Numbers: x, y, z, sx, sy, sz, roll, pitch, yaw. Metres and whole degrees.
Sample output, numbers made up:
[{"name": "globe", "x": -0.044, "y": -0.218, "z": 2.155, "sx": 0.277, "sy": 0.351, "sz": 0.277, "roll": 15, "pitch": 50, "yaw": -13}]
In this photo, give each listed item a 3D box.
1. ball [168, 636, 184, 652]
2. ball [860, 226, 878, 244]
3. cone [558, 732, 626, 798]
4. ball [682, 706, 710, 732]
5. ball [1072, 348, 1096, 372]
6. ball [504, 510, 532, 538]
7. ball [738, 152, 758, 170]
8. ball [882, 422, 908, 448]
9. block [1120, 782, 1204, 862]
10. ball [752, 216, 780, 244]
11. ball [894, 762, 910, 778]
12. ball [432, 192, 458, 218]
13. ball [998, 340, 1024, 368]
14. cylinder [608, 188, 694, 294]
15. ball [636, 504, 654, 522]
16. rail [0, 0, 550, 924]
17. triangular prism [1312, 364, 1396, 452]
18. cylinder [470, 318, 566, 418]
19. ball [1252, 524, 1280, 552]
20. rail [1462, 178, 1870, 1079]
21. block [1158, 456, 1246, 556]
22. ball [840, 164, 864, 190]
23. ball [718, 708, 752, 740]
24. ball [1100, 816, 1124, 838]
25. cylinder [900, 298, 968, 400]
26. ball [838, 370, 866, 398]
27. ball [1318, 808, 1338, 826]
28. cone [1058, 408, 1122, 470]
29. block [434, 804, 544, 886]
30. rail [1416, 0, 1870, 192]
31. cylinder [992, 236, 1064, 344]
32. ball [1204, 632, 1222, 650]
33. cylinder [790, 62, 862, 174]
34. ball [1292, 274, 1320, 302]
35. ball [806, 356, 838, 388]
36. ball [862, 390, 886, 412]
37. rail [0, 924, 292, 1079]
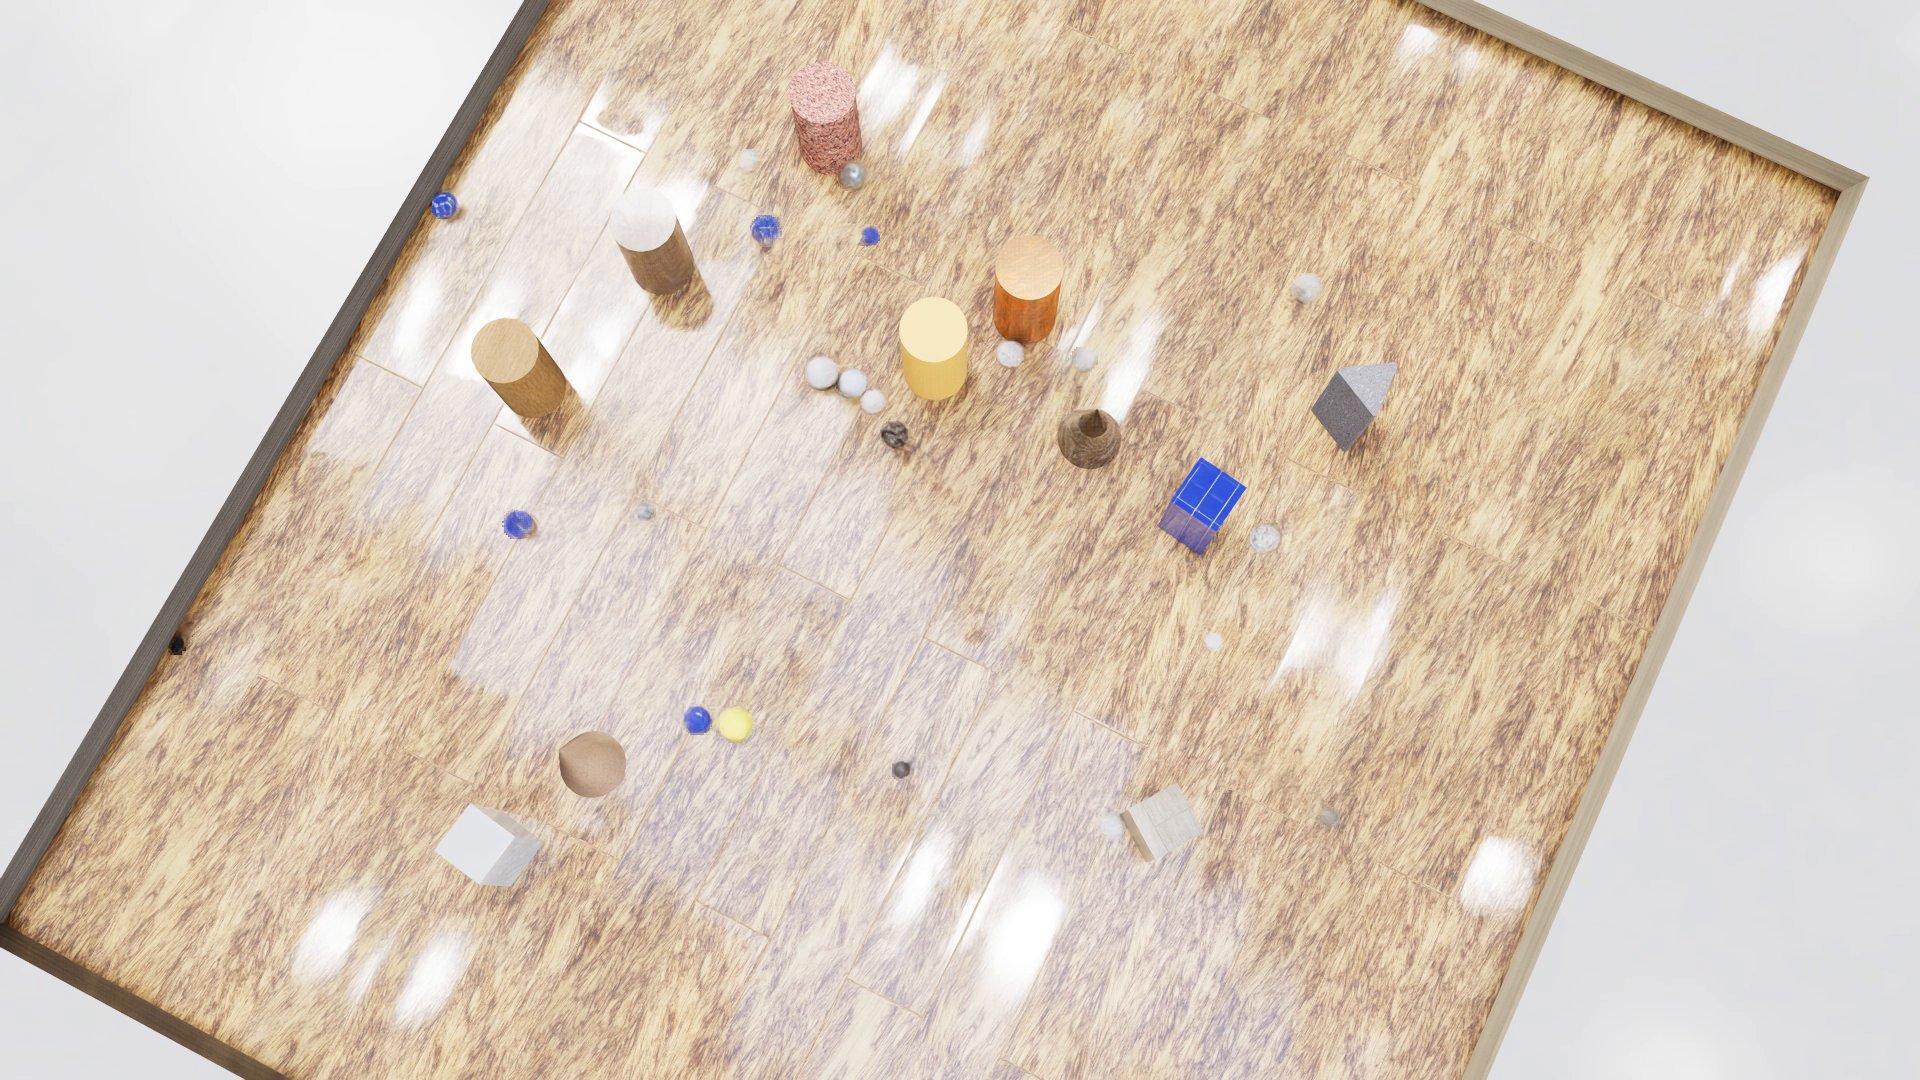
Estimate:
[{"name": "ball", "x": -2.365, "y": 0.316, "z": 5.527, "sx": 0.049, "sy": 0.049, "sz": 0.049, "roll": 0, "pitch": 78, "yaw": 0}, {"name": "ball", "x": -0.286, "y": -0.963, "z": 5.789, "sx": 0.053, "sy": 0.053, "sz": 0.053, "roll": 0, "pitch": 78, "yaw": 0}, {"name": "cone", "x": -1.097, "y": 0.622, "z": 5.243, "sx": 0.199, "sy": 0.480, "sz": 0.199, "roll": 0, "pitch": 78, "yaw": 0}, {"name": "ball", "x": -0.785, "y": 0.534, "z": 5.465, "sx": 0.081, "sy": 0.081, "sz": 0.081, "roll": 0, "pitch": 78, "yaw": 0}, {"name": "ball", "x": 0.385, "y": -0.560, "z": 5.696, "sx": 0.072, "sy": 0.072, "sz": 0.072, "roll": 0, "pitch": 78, "yaw": 0}, {"name": "ball", "x": -1.345, "y": -0.050, "z": 5.585, "sx": 0.083, "sy": 0.083, "sz": 0.083, "roll": 0, "pitch": 78, "yaw": 0}, {"name": "ball", "x": -0.673, "y": -1.207, "z": 5.835, "sx": 0.062, "sy": 0.062, "sz": 0.062, "roll": 0, "pitch": 78, "yaw": 0}, {"name": "ball", "x": -0.199, "y": -0.323, "z": 5.642, "sx": 0.081, "sy": 0.081, "sz": 0.081, "roll": 0, "pitch": 78, "yaw": 0}, {"name": "block", "x": 0.582, "y": 0.821, "z": 5.308, "sx": 0.159, "sy": 0.271, "sz": 0.159, "roll": -28, "pitch": 80, "yaw": -5}, {"name": "ball", "x": -0.613, "y": -0.975, "z": 5.775, "sx": 0.086, "sy": 0.086, "sz": 0.086, "roll": 0, "pitch": 78, "yaw": 0}, {"name": "ball", "x": -0.174, "y": 0.683, "z": 5.449, "sx": 0.051, "sy": 0.051, "sz": 0.051, "roll": 0, "pitch": 78, "yaw": 0}, {"name": "ball", "x": -1.629, "y": -1.061, "z": 5.795, "sx": 0.081, "sy": 0.081, "sz": 0.081, "roll": 0, "pitch": 78, "yaw": 0}, {"name": "ball", "x": 0.160, "y": -0.579, "z": 5.694, "sx": 0.083, "sy": 0.083, "sz": 0.083, "roll": 0, "pitch": 78, "yaw": 0}, {"name": "cylinder", "x": -0.940, "y": -0.909, "z": 5.609, "sx": 0.199, "sy": 0.383, "sz": 0.199, "roll": 0, "pitch": 78, "yaw": 0}, {"name": "ball", "x": -0.963, "y": -0.084, "z": 5.607, "sx": 0.053, "sy": 0.053, "sz": 0.053, "roll": 0, "pitch": 78, "yaw": 0}, {"name": "rail", "x": -1.792, "y": -0.871, "z": 5.730, "sx": 0.045, "sy": 0.129, "sz": 4.598, "roll": 26, "pitch": 80, "yaw": 5}, {"name": "triangular prism", "x": 1.203, "y": -0.425, "z": 5.492, "sx": 0.149, "sy": 0.416, "sz": 0.172, "roll": -35, "pitch": 80, "yaw": -7}, {"name": "cylinder", "x": -1.328, "y": -0.514, "z": 5.528, "sx": 0.199, "sy": 0.382, "sz": 0.199, "roll": 0, "pitch": 78, "yaw": 0}, {"name": "ball", "x": 0.929, "y": -0.004, "z": 5.574, "sx": 0.085, "sy": 0.085, "sz": 0.085, "roll": 0, "pitch": 78, "yaw": 0}, {"name": "rail", "x": 1.792, "y": 0.884, "z": 5.367, "sx": 0.045, "sy": 0.129, "sz": 4.598, "roll": 26, "pitch": 80, "yaw": 5}, {"name": "block", "x": 0.717, "y": -0.096, "z": 5.454, "sx": 0.159, "sy": 0.357, "sz": 0.159, "roll": 35, "pitch": 80, "yaw": 7}, {"name": "ball", "x": -0.342, "y": -1.155, "z": 5.814, "sx": 0.081, "sy": 0.081, "sz": 0.081, "roll": 0, "pitch": 78, "yaw": 0}, {"name": "ball", "x": -0.671, "y": 0.547, "z": 5.453, "sx": 0.099, "sy": 0.099, "sz": 0.099, "roll": 0, "pitch": 78, "yaw": 0}, {"name": "ball", "x": 0.448, "y": 0.845, "z": 5.408, "sx": 0.066, "sy": 0.066, "sz": 0.066, "roll": 0, "pitch": 78, "yaw": 0}, {"name": "cylinder", "x": -0.077, "y": -0.573, "z": 5.532, "sx": 0.199, "sy": 0.397, "sz": 0.199, "roll": 0, "pitch": 78, "yaw": 0}, {"name": "ball", "x": -0.333, "y": -0.484, "z": 5.672, "sx": 0.088, "sy": 0.088, "sz": 0.088, "roll": 0, "pitch": 78, "yaw": 0}, {"name": "ball", "x": 1.089, "y": 0.818, "z": 5.419, "sx": 0.054, "sy": 0.054, "sz": 0.054, "roll": 0, "pitch": 78, "yaw": 0}, {"name": "cone", "x": 0.402, "y": -0.350, "z": 5.519, "sx": 0.199, "sy": 0.333, "sz": 0.199, "roll": 0, "pitch": 78, "yaw": 0}, {"name": "block", "x": -1.344, "y": 0.878, "z": 5.251, "sx": 0.159, "sy": 0.360, "sz": 0.159, "roll": 35, "pitch": 80, "yaw": 7}, {"name": "rail", "x": 1.018, "y": -1.986, "z": 5.961, "sx": 4.055, "sy": 0.129, "sz": 0.045, "roll": 26, "pitch": 80, "yaw": 5}, {"name": "cylinder", "x": 0.203, "y": -0.752, "z": 5.554, "sx": 0.199, "sy": 0.428, "sz": 0.199, "roll": 0, "pitch": 78, "yaw": 0}, {"name": "ball", "x": 0.764, "y": 0.304, "z": 5.527, "sx": 0.052, "sy": 0.052, "sz": 0.052, "roll": 0, "pitch": 78, "yaw": 0}, {"name": "cylinder", "x": -0.414, "y": -1.304, "z": 5.689, "sx": 0.199, "sy": 0.386, "sz": 0.199, "roll": 0, "pitch": 78, "yaw": 0}, {"name": "ball", "x": 1.083, "y": -0.787, "z": 5.736, "sx": 0.086, "sy": 0.086, "sz": 0.086, "roll": 0, "pitch": 78, "yaw": 0}, {"name": "ball", "x": -0.425, "y": -0.519, "z": 5.674, "sx": 0.099, "sy": 0.099, "sz": 0.099, "roll": 0, "pitch": 78, "yaw": 0}, {"name": "ball", "x": -0.266, "y": -0.430, "z": 5.668, "sx": 0.073, "sy": 0.073, "sz": 0.073, "roll": 0, "pitch": 78, "yaw": 0}, {"name": "rail", "x": -1.018, "y": 2.000, "z": 5.136, "sx": 4.055, "sy": 0.129, "sz": 0.045, "roll": 26, "pitch": 80, "yaw": 5}]
